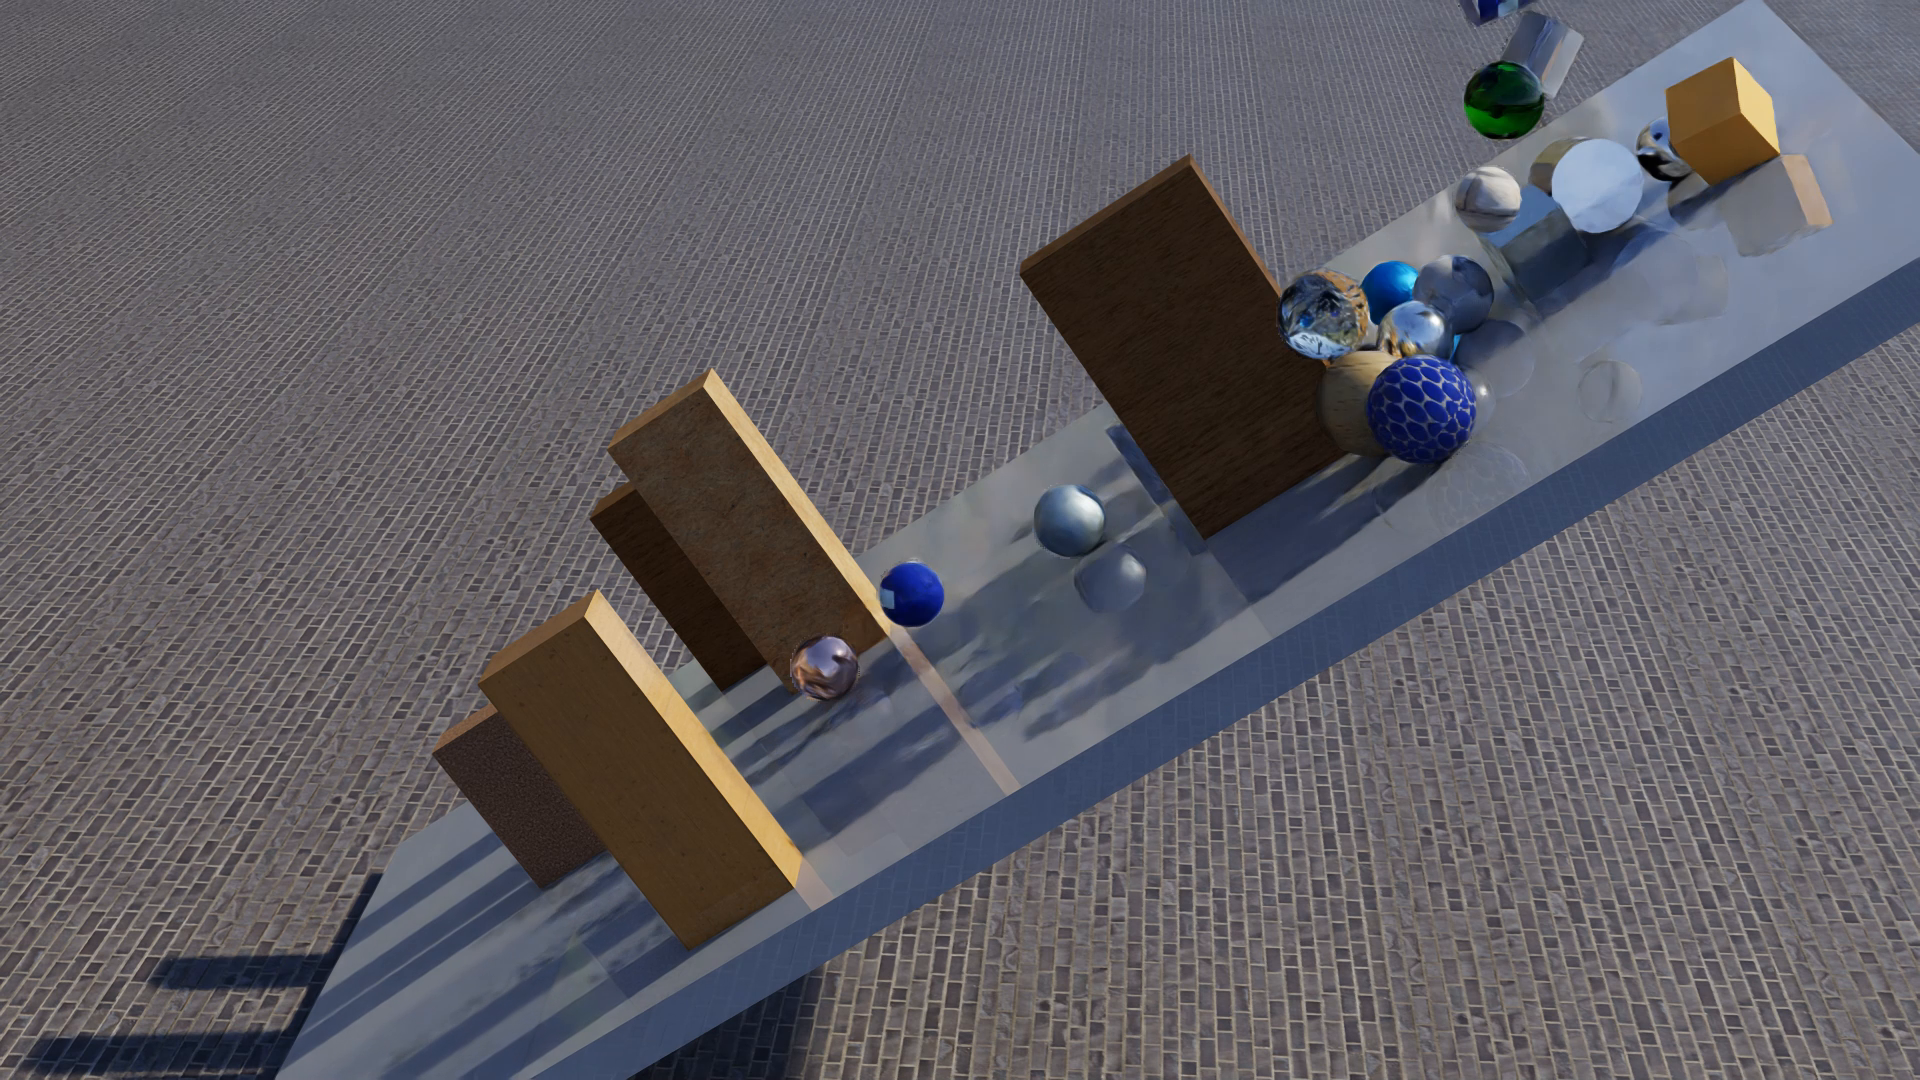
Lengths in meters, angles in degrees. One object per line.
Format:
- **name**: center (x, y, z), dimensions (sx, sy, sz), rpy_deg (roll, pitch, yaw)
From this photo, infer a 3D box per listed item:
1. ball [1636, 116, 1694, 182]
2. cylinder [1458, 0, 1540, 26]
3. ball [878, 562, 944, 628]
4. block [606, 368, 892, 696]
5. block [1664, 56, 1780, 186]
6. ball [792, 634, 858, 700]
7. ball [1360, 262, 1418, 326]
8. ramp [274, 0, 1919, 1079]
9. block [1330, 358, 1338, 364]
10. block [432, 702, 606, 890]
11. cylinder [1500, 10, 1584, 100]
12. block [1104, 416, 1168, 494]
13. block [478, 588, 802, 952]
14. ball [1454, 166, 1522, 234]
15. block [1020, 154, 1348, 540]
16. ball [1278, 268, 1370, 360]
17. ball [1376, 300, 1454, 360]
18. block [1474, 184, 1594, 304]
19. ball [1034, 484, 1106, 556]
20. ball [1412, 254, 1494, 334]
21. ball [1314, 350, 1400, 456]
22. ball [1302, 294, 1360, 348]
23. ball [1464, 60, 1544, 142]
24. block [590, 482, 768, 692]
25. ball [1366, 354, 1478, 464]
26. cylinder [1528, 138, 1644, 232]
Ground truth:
- **ball**: center (1.432, -0.792, 5.945), dimensions (0.132, 0.132, 0.132), rpy_deg (0, 21, 0)
- **cylinder**: center (1.057, -1.125, 5.671), dimensions (0.204, 0.204, 0.204), rpy_deg (-23, 22, 2)
- **ball**: center (-0.103, 0.116, 6.234), dimensions (0.140, 0.140, 0.140), rpy_deg (0, 21, 0)
- **block**: center (-0.467, -0.015, 6.627), dimensions (0.267, 0.708, 0.137), rpy_deg (-32, 16, 15)
- **block**: center (1.491, -0.818, 5.755), dimensions (0.150, 0.150, 0.150), rpy_deg (-25, 46, 34)
- **ball**: center (-0.296, 0.279, 6.453), dimensions (0.145, 0.145, 0.145), rpy_deg (0, 21, 0)
- **ball**: center (0.916, -0.517, 6.212), dimensions (0.144, 0.144, 0.144), rpy_deg (0, 21, 0)
- **ramp**: center (0.137, 0.173, 6.302), dimensions (4.000, 0.100, 2.000), rpy_deg (-32, 16, 15)
- **block**: center (0.723, -0.393, 6.242), dimensions (0.113, 0.113, 0.113), rpy_deg (31, 5, -11)
- **block**: center (-0.933, 0.536, 6.576), dimensions (0.294, 0.401, 0.106), rpy_deg (-32, 16, 15)
- **cylinder**: center (1.214, -1.016, 6.161), dimensions (0.138, 0.138, 0.138), rpy_deg (26, 6, -3)
- **block**: center (0.459, -0.235, 6.299), dimensions (0.174, 0.174, 0.174), rpy_deg (-16, 25, 52)
- **block**: center (-0.606, 0.443, 5.628), dimensions (0.254, 0.671, 0.137), rpy_deg (-32, 16, 15)
- **ball**: center (1.035, -0.667, 5.770), dimensions (0.130, 0.130, 0.130), rpy_deg (0, 21, 0)
- **block**: center (0.466, -0.374, 5.774), dimensions (0.394, 0.658, 0.093), rpy_deg (-32, 16, 15)
- **ball**: center (0.689, -0.429, 5.576), dimensions (0.175, 0.175, 0.175), rpy_deg (0, 21, 0)
- **ball**: center (0.905, -0.398, 5.851), dimensions (0.156, 0.156, 0.156), rpy_deg (0, 21, 0)
- **block**: center (1.144, -0.592, 5.882), dimensions (0.147, 0.147, 0.147), rpy_deg (-35, 27, 3)
- **ball**: center (0.233, -0.042, 6.248), dimensions (0.155, 0.155, 0.155), rpy_deg (0, 21, 0)
- **ball**: center (0.995, -0.496, 5.940), dimensions (0.163, 0.163, 0.163), rpy_deg (0, 21, 0)
- **ball**: center (0.781, -0.262, 5.626), dimensions (0.204, 0.204, 0.204), rpy_deg (0, 21, 0)
- **ball**: center (0.798, -0.469, 6.346), dimensions (0.126, 0.126, 0.126), rpy_deg (0, 21, 0)
- **ball**: center (1.014, -0.819, 5.484), dimensions (0.149, 0.149, 0.149), rpy_deg (0, 21, 0)
- **block**: center (-0.602, 0.062, 7.030), dimensions (0.288, 0.530, 0.127), rpy_deg (-32, 16, 15)
- **ball**: center (0.850, -0.241, 5.417), dimensions (0.202, 0.202, 0.202), rpy_deg (0, 21, 0)
- **cylinder**: center (1.263, -0.719, 5.947), dimensions (0.186, 0.186, 0.186), rpy_deg (-1, 9, -3)
